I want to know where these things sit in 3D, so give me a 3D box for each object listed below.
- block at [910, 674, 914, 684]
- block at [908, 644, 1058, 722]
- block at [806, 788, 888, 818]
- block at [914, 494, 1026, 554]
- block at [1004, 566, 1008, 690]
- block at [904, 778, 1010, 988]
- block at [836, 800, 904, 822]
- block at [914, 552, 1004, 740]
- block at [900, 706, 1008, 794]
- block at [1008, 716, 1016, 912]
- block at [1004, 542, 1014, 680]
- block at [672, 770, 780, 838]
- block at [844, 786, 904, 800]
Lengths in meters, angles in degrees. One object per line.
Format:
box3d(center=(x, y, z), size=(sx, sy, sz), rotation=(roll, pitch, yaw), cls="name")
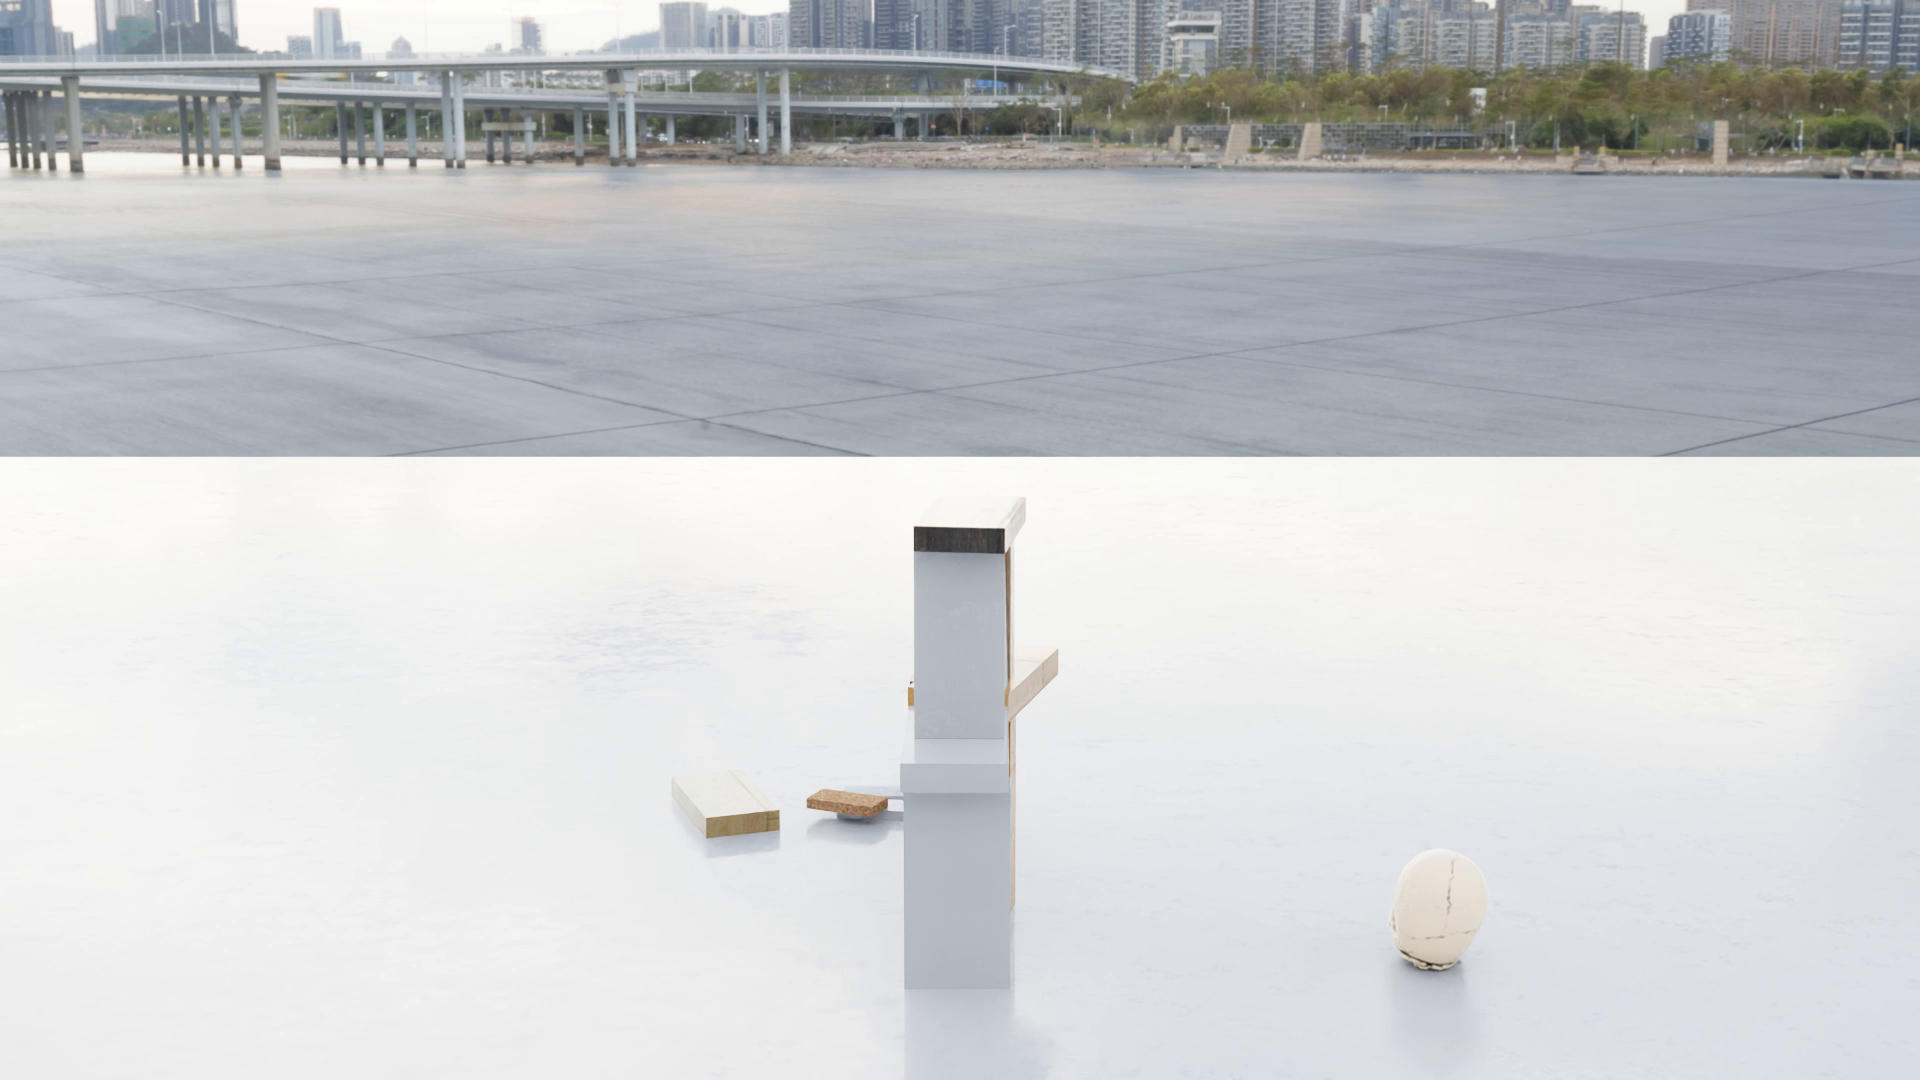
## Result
box3d(center=(-0.002, 0.399, 3.788), size=(0.166, 0.332, 0.047), rotation=(0, 11, 1), cls="block")
box3d(center=(0.043, 0.233, 3.646), size=(0.166, 0.047, 0.332), rotation=(3, 11, 16), cls="block")
box3d(center=(-0.209, 0.486, 4.070), size=(0.135, 0.019, 0.067), rotation=(5, 11, 24), cls="block")
box3d(center=(0.018, -0.025, 3.321), size=(0.135, 0.038, 0.269), rotation=(2, 11, 8), cls="block")
box3d(center=(0.002, 0.105, 3.460), size=(0.135, 0.269, 0.038), rotation=(4, 17, 19), cls="block")
box3d(center=(-0.004, 0.508, 3.253), size=(0.157, 0.313, 0.044), rotation=(0, 11, 0), cls="block")
box3d(center=(-0.156, 0.501, 4.094), size=(0.135, 0.019, 0.067), rotation=(2, 11, 10), cls="block")
box3d(center=(-0.001, 0.151, 3.276), size=(0.135, 0.291, 0.038), rotation=(0, 11, 1), cls="block")
box3d(center=(-0.006, 0.313, 3.317), size=(0.157, 0.044, 0.313), rotation=(0, 11, 1), cls="block")
box3d(center=(0.005, 0.437, 3.585), size=(0.166, 0.332, 0.047), rotation=(2, 11, 12), cls="block")
box3d(center=(0.017, 0.085, 3.562), size=(0.137, 0.275, 0.039), rotation=(2, 11, 10), cls="block")
box3d(center=(-0.440, 0.490, 4.101), size=(0.137, 0.039, 0.274), rotation=(-4, 11, -20), cls="block")
box3d(center=(-0.153, 0.486, 4.178), size=(0.135, 0.019, 0.067), rotation=(0, 11, 0), cls="block")
